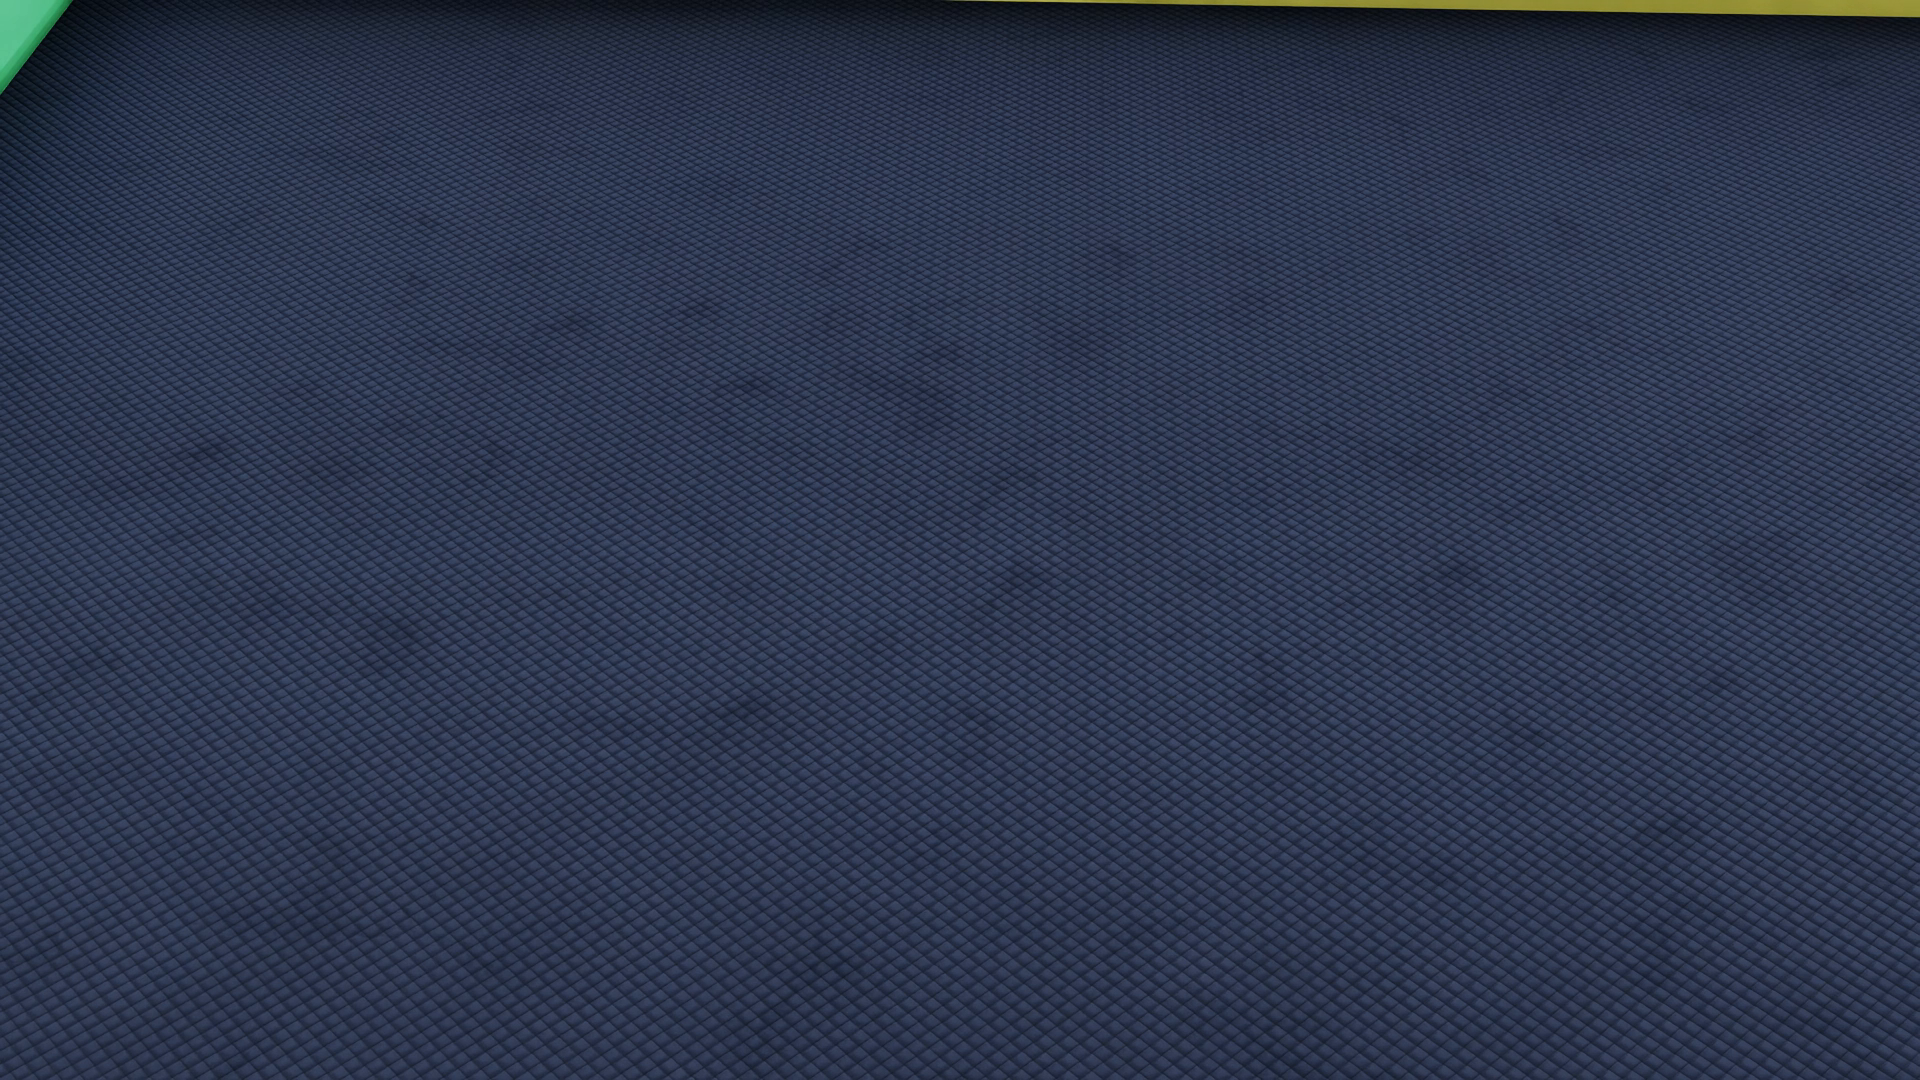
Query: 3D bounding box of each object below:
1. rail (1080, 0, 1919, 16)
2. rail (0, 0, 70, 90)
[{"bbox_3d":[0.931,-0.532,2.386,3.576,0.117,0.045,1,36,2],"label":"rail"},{"bbox_3d":[-0.870,-0.048,1.719,0.045,0.117,1.845,1,36,2],"label":"rail"}]
